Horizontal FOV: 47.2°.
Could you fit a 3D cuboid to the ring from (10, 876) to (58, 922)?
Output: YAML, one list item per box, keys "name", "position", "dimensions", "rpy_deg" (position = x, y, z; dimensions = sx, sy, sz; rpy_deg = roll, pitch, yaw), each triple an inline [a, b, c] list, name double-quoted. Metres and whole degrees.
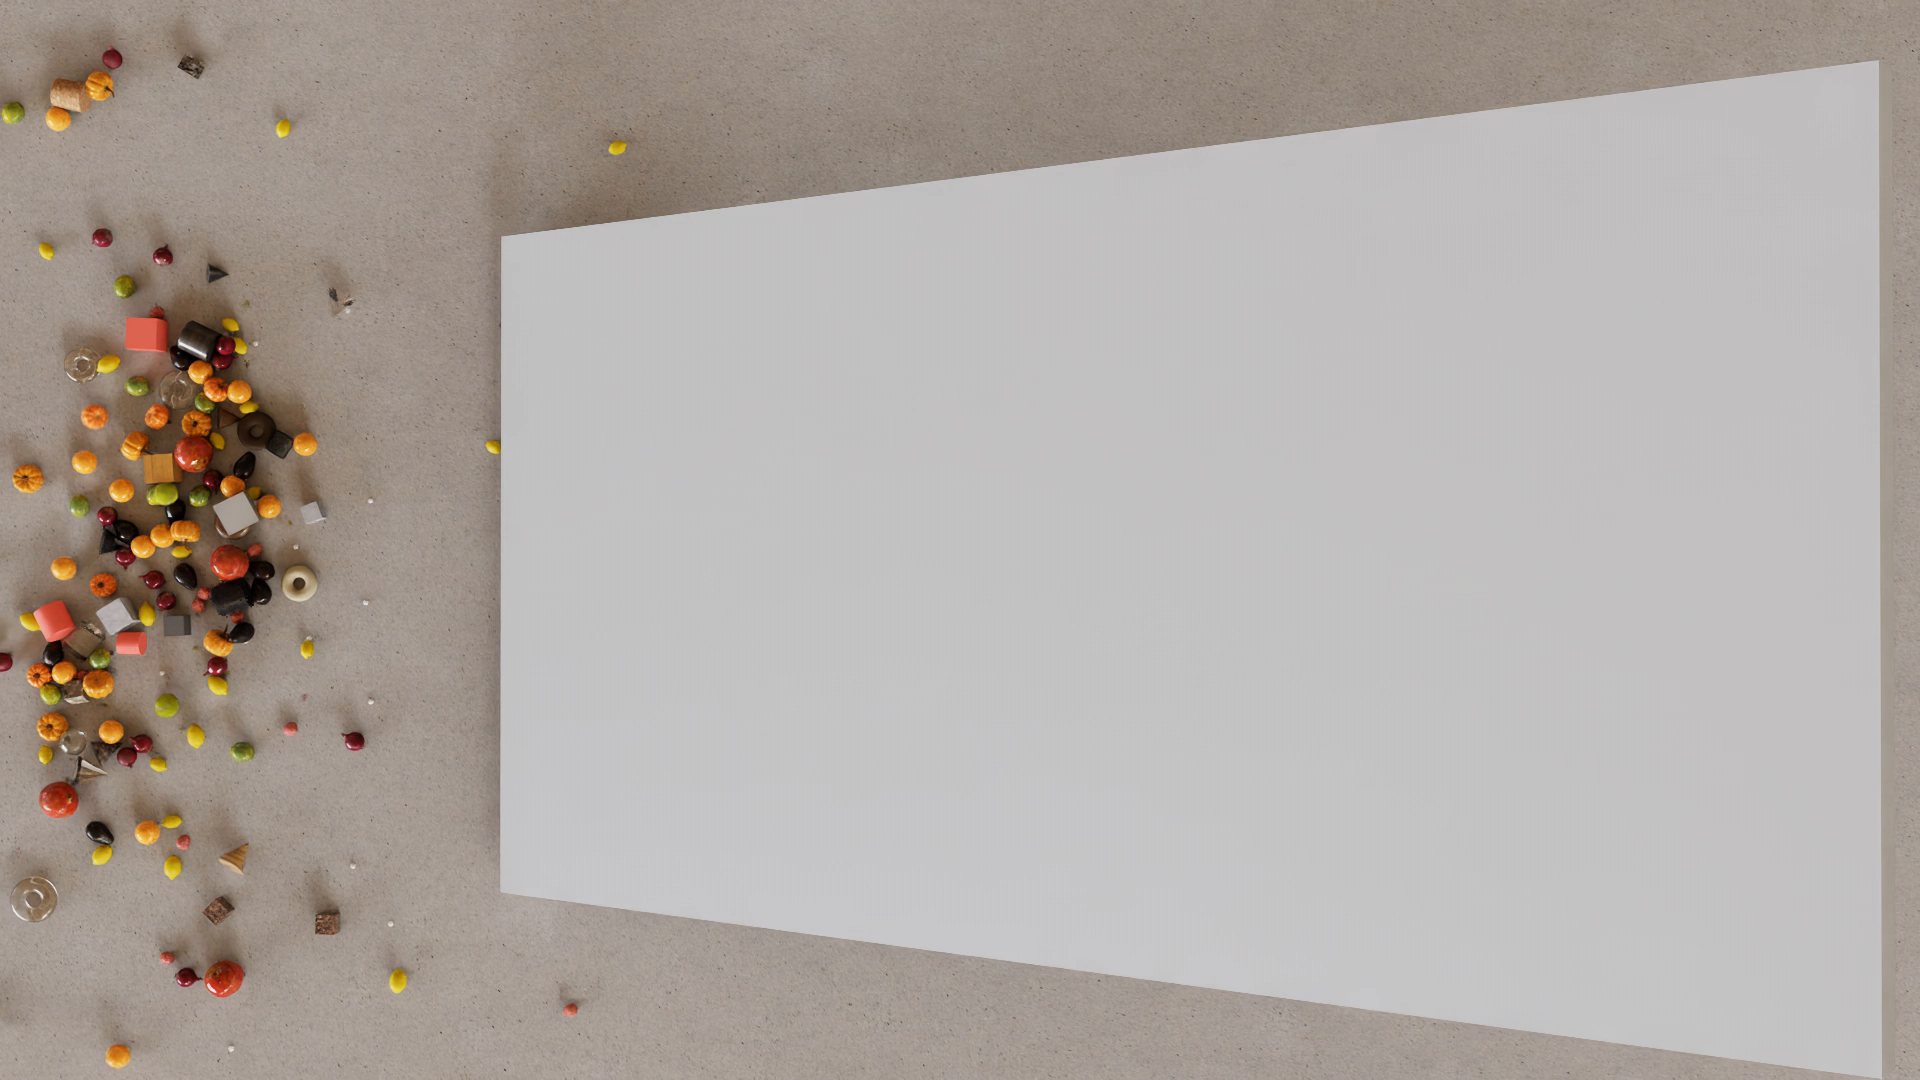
- name: "ring"
  position: [-2.846, 1.106, 6.757]
  dimensions: [0.143, 0.048, 0.143]
  rpy_deg: [0, 90, -1]

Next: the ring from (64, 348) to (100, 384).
- name: "ring"
  position: [-2.703, -0.538, 6.774]
  dimensions: [0.113, 0.038, 0.113]
  rpy_deg: [0, 89, -1]

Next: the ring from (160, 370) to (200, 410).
- name: "ring"
  position: [-2.405, -0.462, 6.772]
  dimensions: [0.123, 0.041, 0.123]
  rpy_deg: [0, 90, -1]

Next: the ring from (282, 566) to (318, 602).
- name: "ring"
  position: [-2.033, 0.133, 6.769]
  dimensions: [0.112, 0.037, 0.112]
  rpy_deg: [0, 90, -1]

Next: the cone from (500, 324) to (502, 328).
- name: "cone"
  position: [-1.386, -0.645, 6.781]
  dimensions: [0.055, 0.055, 0.055]
  rpy_deg: [-17, 116, 0]

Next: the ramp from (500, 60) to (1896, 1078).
- name: "ramp"
  position: [0.233, 0.065, 5.553]
  dimensions: [4.000, 0.100, 2.000]
  rpy_deg: [0, 89, 37]

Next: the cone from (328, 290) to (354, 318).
- name: "cone"
  position: [-1.920, -0.715, 6.776]
  dimensions: [0.080, 0.080, 0.080]
  rpy_deg: [32, 116, 0]

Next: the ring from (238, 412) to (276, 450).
- name: "ring"
  position: [-2.165, -0.336, 6.771]
  dimensions: [0.120, 0.040, 0.120]
  rpy_deg: [0, 90, -1]

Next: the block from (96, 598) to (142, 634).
- name: "block"
  position: [-2.578, 0.233, 6.745]
  dimensions: [0.083, 0.083, 0.083]
  rpy_deg: [-32, 90, 0]

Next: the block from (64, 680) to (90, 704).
- name: "block"
  position: [-2.711, 0.467, 6.750]
  dimensions: [0.054, 0.054, 0.054]
  rpy_deg: [-9, 68, 0]

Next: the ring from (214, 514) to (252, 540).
- name: "ring"
  position: [-2.237, -0.056, 6.769]
  dimensions: [0.113, 0.038, 0.113]
  rpy_deg: [0, 90, -4]

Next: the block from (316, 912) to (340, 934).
- name: "block"
  position: [-1.941, 1.177, 6.750]
  dimensions: [0.059, 0.059, 0.059]
  rpy_deg: [1, 90, 0]

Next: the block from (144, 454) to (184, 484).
- name: "block"
  position: [-2.443, -0.218, 6.747]
  dimensions: [0.087, 0.087, 0.087]
  rpy_deg: [-4, 90, 0]

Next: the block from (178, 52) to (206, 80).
- name: "block"
  position: [-2.365, -1.460, 6.773]
  dimensions: [0.053, 0.053, 0.053]
  rpy_deg: [31, 90, 0]

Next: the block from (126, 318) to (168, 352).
- name: "block"
  position: [-2.495, -0.629, 6.746]
  dimensions: [0.094, 0.094, 0.094]
  rpy_deg: [2, 90, 0]

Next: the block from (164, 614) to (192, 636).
- name: "block"
  position: [-2.404, 0.263, 6.756]
  dimensions: [0.062, 0.062, 0.062]
  rpy_deg: [-3, 90, 0]

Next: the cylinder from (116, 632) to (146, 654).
- name: "cylinder"
  position: [-2.544, 0.317, 6.752]
  dimensions: [0.069, 0.069, 0.069]
  rpy_deg: [3, 90, -2]

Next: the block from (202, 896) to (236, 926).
- name: "block"
  position: [-2.276, 1.138, 6.751]
  dimensions: [0.058, 0.058, 0.058]
  rpy_deg: [44, 90, 0]

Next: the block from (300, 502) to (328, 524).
- name: "block"
  position: [-1.988, -0.084, 6.762]
  dimensions: [0.054, 0.054, 0.054]
  rpy_deg: [-21, 90, 0]

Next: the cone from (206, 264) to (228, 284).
- name: "cone"
  position: [-2.286, -0.820, 6.780]
  dimensions: [0.063, 0.063, 0.063]
  rpy_deg: [-7, 90, -34]

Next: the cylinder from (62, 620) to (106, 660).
- name: "cylinder"
  position: [-2.686, 0.308, 6.742]
  dimensions: [0.088, 0.088, 0.088]
  rpy_deg: [42, 90, 0]

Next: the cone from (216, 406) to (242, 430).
- name: "cone"
  position: [-2.246, -0.373, 6.775]
  dimensions: [0.072, 0.072, 0.072]
  rpy_deg: [2, 90, -26]

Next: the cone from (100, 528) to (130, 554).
- name: "cone"
  position: [-2.596, 0.012, 6.769]
  dimensions: [0.085, 0.085, 0.085]
  rpy_deg: [13, 90, -27]

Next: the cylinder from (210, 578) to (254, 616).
- name: "cylinder"
  position: [-2.230, 0.174, 6.740]
  dimensions: [0.094, 0.094, 0.094]
  rpy_deg: [-19, 90, 0]

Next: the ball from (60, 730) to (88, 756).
- name: "ball"
  position: [-2.719, 0.621, 6.744]
  dimensions: [0.079, 0.079, 0.079]
  rpy_deg: [0, 90, 0]

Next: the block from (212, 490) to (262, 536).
- name: "block"
  position: [-2.201, -0.084, 6.701]
  dimensions: [0.100, 0.100, 0.100]
  rpy_deg: [-28, 100, -9]

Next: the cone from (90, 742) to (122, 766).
- name: "cone"
  position: [-2.617, 0.641, 6.765]
  dimensions: [0.083, 0.083, 0.083]
  rpy_deg: [-24, 90, -27]

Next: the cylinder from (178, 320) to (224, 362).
- name: "cylinder"
  position: [-2.329, -0.609, 6.745]
  dimensions: [0.096, 0.096, 0.096]
  rpy_deg: [26, 90, 0]
